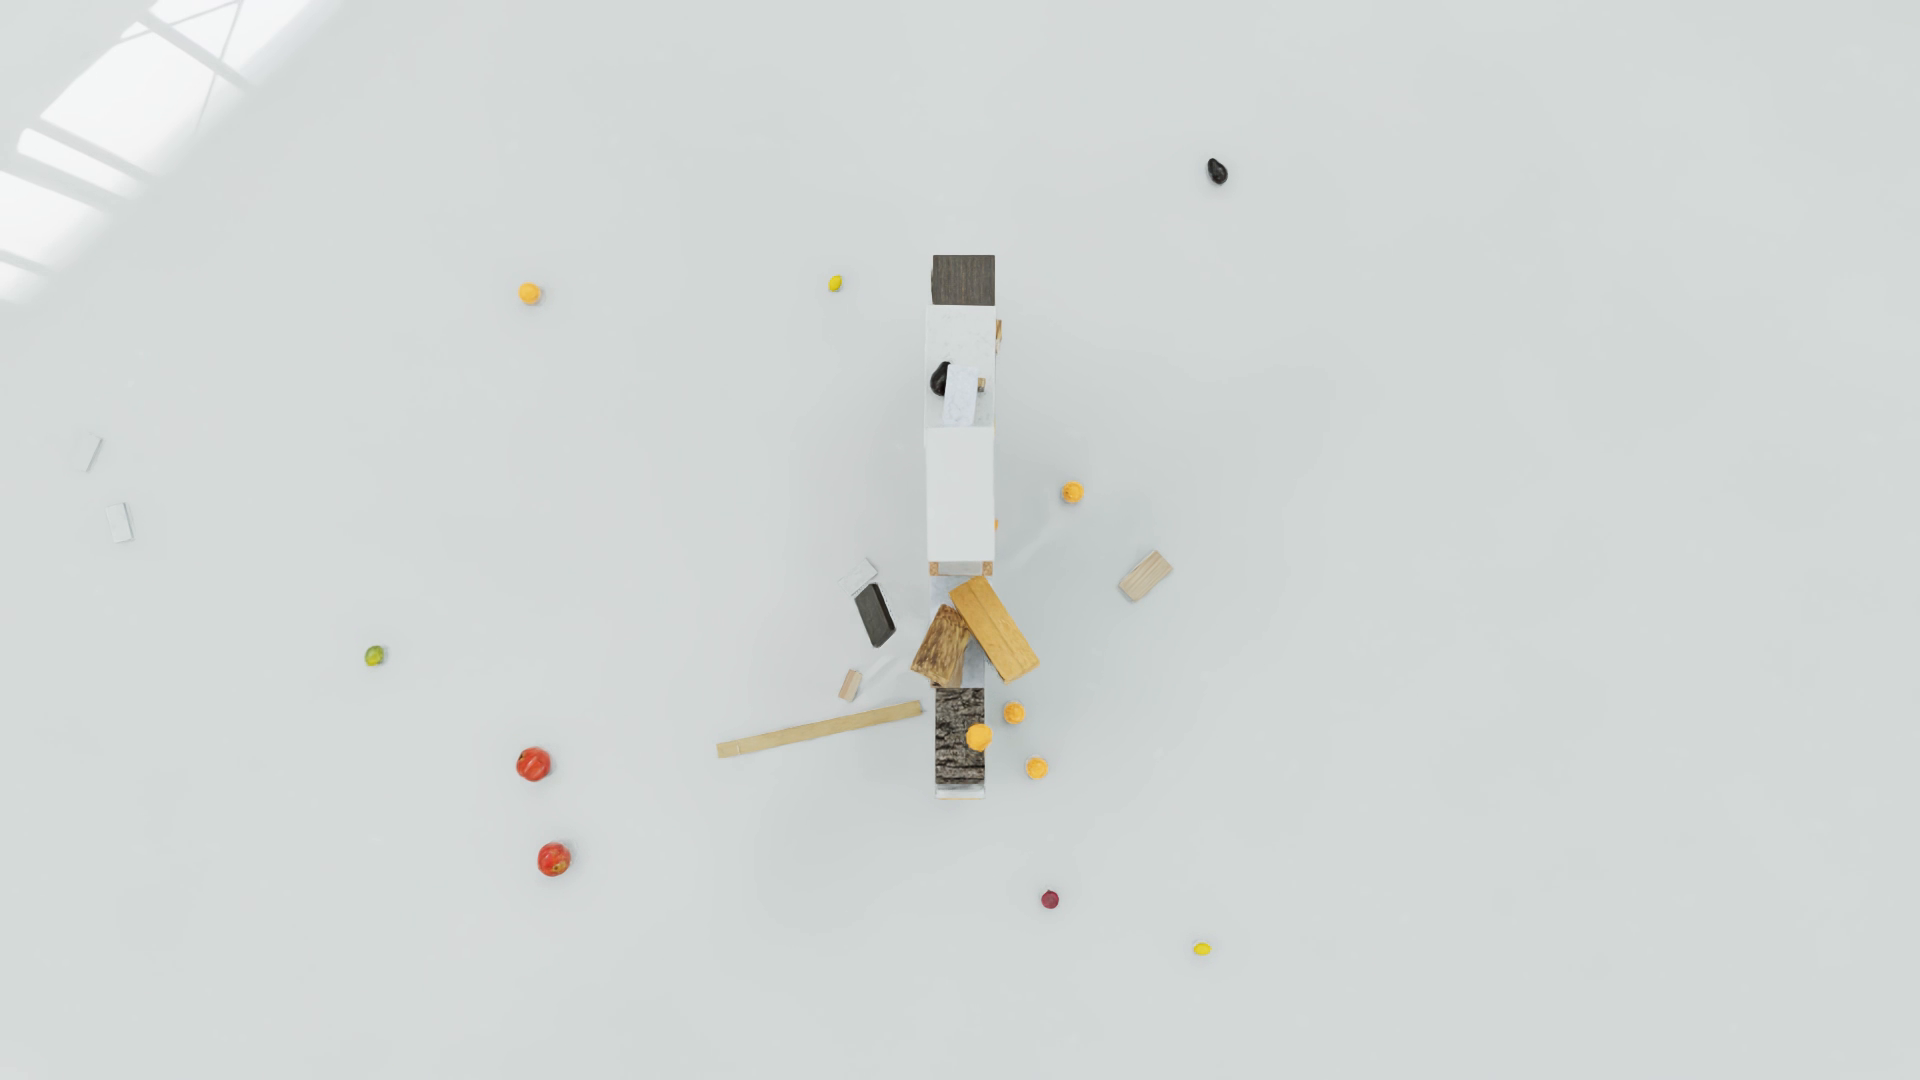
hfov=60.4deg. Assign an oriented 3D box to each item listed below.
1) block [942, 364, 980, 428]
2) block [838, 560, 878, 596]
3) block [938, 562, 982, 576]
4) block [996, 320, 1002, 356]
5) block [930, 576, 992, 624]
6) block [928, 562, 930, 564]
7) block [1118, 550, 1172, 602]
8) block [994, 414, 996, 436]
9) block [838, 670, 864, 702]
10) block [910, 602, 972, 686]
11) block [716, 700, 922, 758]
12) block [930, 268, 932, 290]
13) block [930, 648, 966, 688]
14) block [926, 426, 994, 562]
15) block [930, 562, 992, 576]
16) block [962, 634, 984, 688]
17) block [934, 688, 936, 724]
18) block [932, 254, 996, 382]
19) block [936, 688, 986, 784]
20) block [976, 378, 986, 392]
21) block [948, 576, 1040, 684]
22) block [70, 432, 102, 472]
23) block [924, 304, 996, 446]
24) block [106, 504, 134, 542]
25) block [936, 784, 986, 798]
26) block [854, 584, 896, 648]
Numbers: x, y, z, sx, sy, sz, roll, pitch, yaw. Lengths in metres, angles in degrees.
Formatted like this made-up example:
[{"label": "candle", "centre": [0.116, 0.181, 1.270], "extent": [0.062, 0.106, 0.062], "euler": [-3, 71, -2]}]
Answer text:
[{"label": "block", "centre": [0.001, -0.345, 3.998], "extent": [0.076, 0.021, 0.151], "euler": [6, 90, 0]}, {"label": "block", "centre": [-0.340, 0.125, 5.491], "extent": [0.121, 0.017, 0.060], "euler": [-41, 90, 0]}, {"label": "block", "centre": [0.001, 0.048, 4.087], "extent": [0.110, 0.220, 0.031], "euler": [1, 76, 0]}, {"label": "block", "centre": [0.018, -0.538, 4.387], "extent": [0.176, 0.353, 0.050], "euler": [1, 90, 0]}, {"label": "block", "centre": [0.004, 0.081, 4.607], "extent": [0.175, 0.049, 0.349], "euler": [0, 90, 0]}, {"label": "block", "centre": [-0.001, 0.030, 4.413], "extent": [0.162, 0.339, 0.046], "euler": [-4, 90, 0]}, {"label": "block", "centre": [0.618, 0.120, 5.488], "extent": [0.169, 0.024, 0.085], "euler": [-43, 90, 0]}, {"label": "block", "centre": [0.002, -0.296, 4.389], "extent": [0.176, 0.356, 0.050], "euler": [0, 90, 0]}, {"label": "block", "centre": [-0.365, 0.485, 5.493], "extent": [0.050, 0.014, 0.099], "euler": [23, 90, 0]}, {"label": "block", "centre": [-0.044, 0.283, 4.494], "extent": [0.110, 0.031, 0.220], "euler": [26, 53, 1]}, {"label": "block", "centre": [-0.469, 0.630, 5.493], "extent": [0.690, 0.014, 0.050], "euler": [-12, 90, 0]}, {"label": "block", "centre": [0.004, -0.734, 5.056], "extent": [0.173, 0.887, 0.049], "euler": [0, 90, 0]}, {"label": "block", "centre": [-0.031, 0.328, 4.539], "extent": [0.085, 0.024, 0.169], "euler": [6, 68, 2]}, {"label": "block", "centre": [0.001, -0.106, 3.829], "extent": [0.155, 0.044, 0.310], "euler": [-1, 90, 0]}, {"label": "block", "centre": [0.004, -0.070, 4.220], "extent": [0.162, 0.046, 0.324], "euler": [1, 90, 0]}, {"label": "block", "centre": [0.001, 0.392, 4.547], "extent": [0.132, 0.037, 0.265], "euler": [0, 68, 0]}, {"label": "block", "centre": [-0.001, 0.401, 4.938], "extent": [0.146, 0.041, 0.292], "euler": [0, 90, 0]}, {"label": "block", "centre": [0.011, -0.616, 4.588], "extent": [0.173, 0.049, 0.346], "euler": [0, 90, 0]}, {"label": "block", "centre": [0.000, 0.524, 4.429], "extent": [0.132, 0.037, 0.265], "euler": [0, 58, 0]}, {"label": "block", "centre": [0.024, -0.387, 4.085], "extent": [0.076, 0.151, 0.021], "euler": [7, 90, 0]}, {"label": "block", "centre": [0.092, 0.241, 4.504], "extent": [0.110, 0.031, 0.303], "euler": [-30, 68, -9]}, {"label": "block", "centre": [-2.910, -0.293, 5.491], "extent": [0.060, 0.017, 0.121], "euler": [24, 90, 0]}, {"label": "block", "centre": [0.000, -0.415, 4.185], "extent": [0.176, 0.050, 0.353], "euler": [1, 90, 0]}, {"label": "block", "centre": [-2.798, -0.056, 5.491], "extent": [0.060, 0.017, 0.121], "euler": [-14, 90, 0]}, {"label": "block", "centre": [0.000, 0.564, 4.505], "extent": [0.132, 0.037, 0.295], "euler": [0, 51, 0]}, {"label": "block", "centre": [-0.246, 0.218, 4.775], "extent": [0.085, 0.024, 0.169], "euler": [-44, 53, 29]}]
